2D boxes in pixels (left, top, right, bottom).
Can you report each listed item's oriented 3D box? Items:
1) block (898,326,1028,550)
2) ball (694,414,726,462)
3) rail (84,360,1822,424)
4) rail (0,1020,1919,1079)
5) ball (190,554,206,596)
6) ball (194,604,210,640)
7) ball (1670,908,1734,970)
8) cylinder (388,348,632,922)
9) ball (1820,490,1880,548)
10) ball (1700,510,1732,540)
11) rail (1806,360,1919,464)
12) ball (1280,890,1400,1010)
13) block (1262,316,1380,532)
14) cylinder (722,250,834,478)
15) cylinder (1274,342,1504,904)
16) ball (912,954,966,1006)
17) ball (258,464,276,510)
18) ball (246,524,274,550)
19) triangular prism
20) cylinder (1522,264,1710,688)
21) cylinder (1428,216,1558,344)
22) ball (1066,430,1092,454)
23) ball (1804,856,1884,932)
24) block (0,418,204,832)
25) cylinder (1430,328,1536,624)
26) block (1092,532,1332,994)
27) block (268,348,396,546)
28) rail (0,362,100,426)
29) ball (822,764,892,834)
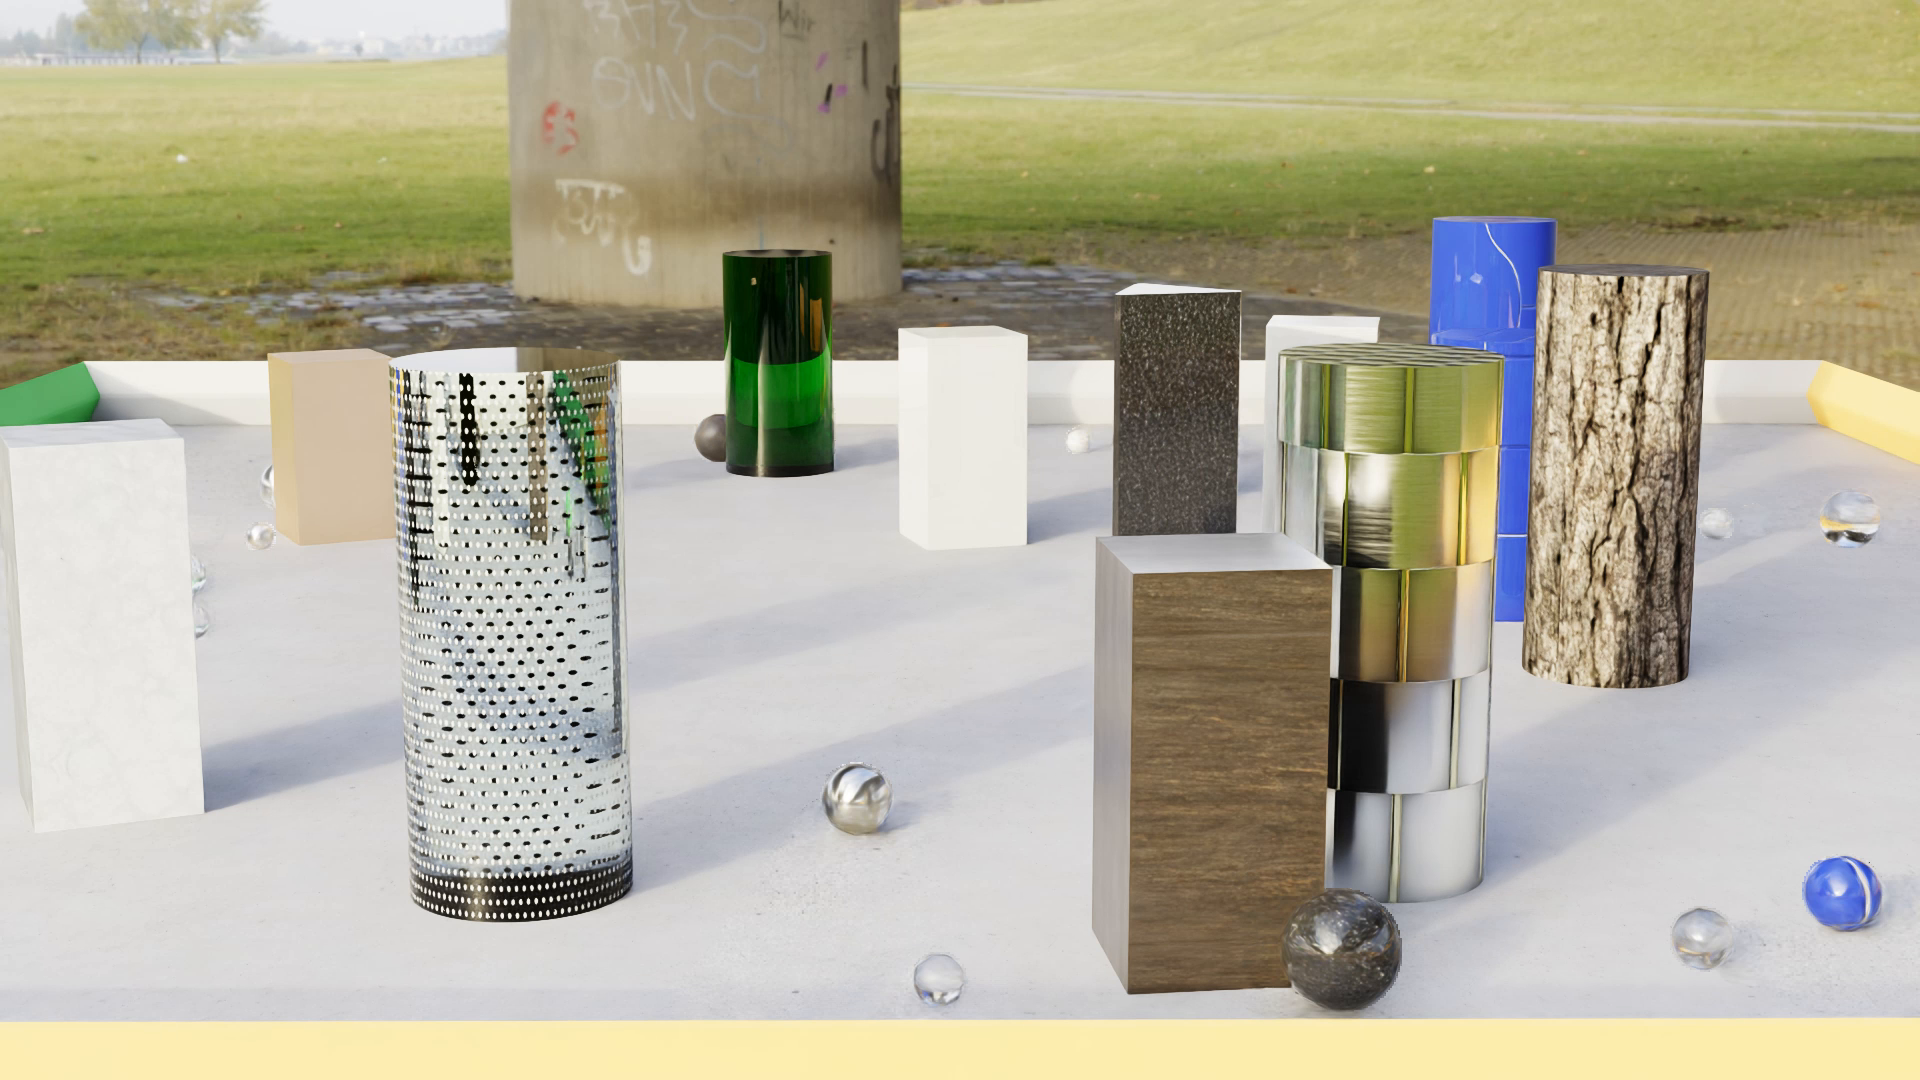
[{"bbox_3d":[0.004,-0.161,3.967,0.158,0.323,0.158,-3,11,-17],"label":"block"},{"bbox_3d":[-0.448,-0.189,4.763,0.090,0.090,0.090,0,10,0],"label":"ball"},{"bbox_3d":[-0.010,-0.298,5.239,3.562,0.128,0.045,0,10,0],"label":"rail"},{"bbox_3d":[0.010,0.365,1.658,3.562,0.128,0.045,0,10,0],"label":"rail"},{"bbox_3d":[-1.075,0.049,3.552,0.061,0.061,0.061,0,10,0],"label":"ball"},{"bbox_3d":[-0.986,0.106,3.289,0.046,0.046,0.046,0,10,0],"label":"ball"},{"bbox_3d":[0.605,0.325,2.092,0.049,0.049,0.049,0,10,0],"label":"ball"},{"bbox_3d":[-0.393,0.078,2.261,0.198,0.475,0.198,0,10,0],"label":"cylinder"},{"bbox_3d":[1.357,-0.032,3.913,0.089,0.089,0.089,0,10,0],"label":"ball"},{"bbox_3d":[1.176,-0.024,3.989,0.046,0.046,0.046,0,10,0],"label":"ball"},{"bbox_3d":[1.757,0.031,3.459,0.045,0.128,3.689,0,10,0],"label":"rail"},{"bbox_3d":[0.297,0.320,2.003,0.093,0.093,0.093,0,10,0],"label":"ball"},{"bbox_3d":[0.533,-0.145,3.789,0.158,0.357,0.158,2,11,10],"label":"block"},{"bbox_3d":[-0.328,-0.323,4.649,0.198,0.393,0.198,0,10,0],"label":"cylinder"},{"bbox_3d":[0.381,0.069,2.312,0.198,0.474,0.198,0,10,0],"label":"cylinder"},{"bbox_3d":[-0.017,0.345,2.010,0.041,0.041,0.041,0,10,0],"label":"ball"},{"bbox_3d":[-1.115,-0.089,4.236,0.083,0.083,0.083,0,10,0],"label":"ball"},{"bbox_3d":[-1.063,-0.005,3.897,0.041,0.041,0.041,0,10,0],"label":"ball"},{"bbox_3d":[0.261,-0.113,3.392,0.171,0.439,0.148,-3,11,-16],"label":"triangular prism"},{"bbox_3d":[0.787,-0.081,3.089,0.198,0.487,0.198,0,10,0],"label":"cylinder"},{"bbox_3d":[0.862,-0.280,4.176,0.198,0.481,0.198,0,10,0],"label":"cylinder"},{"bbox_3d":[0.225,-0.186,4.862,0.047,0.047,0.047,0,10,0],"label":"ball"},{"bbox_3d":[0.752,0.301,2.185,0.064,0.064,0.064,0,10,0],"label":"ball"},{"bbox_3d":[-0.850,0.079,2.534,0.158,0.373,0.158,-5,12,-25],"label":"block"},{"bbox_3d":[0.728,-0.091,3.455,0.198,0.371,0.198,0,10,0],"label":"cylinder"},{"bbox_3d":[0.201,0.177,2.092,0.158,0.341,0.158,-1,11,-7],"label":"block"},{"bbox_3d":[-0.979,-0.148,4.014,0.158,0.281,0.158,-5,12,-27],"label":"block"},{"bbox_3d":[-1.757,0.035,3.439,0.045,0.128,3.689,0,10,0],"label":"rail"},{"bbox_3d":[-0.099,0.249,2.460,0.066,0.066,0.066,0,10,0],"label":"ball"}]
